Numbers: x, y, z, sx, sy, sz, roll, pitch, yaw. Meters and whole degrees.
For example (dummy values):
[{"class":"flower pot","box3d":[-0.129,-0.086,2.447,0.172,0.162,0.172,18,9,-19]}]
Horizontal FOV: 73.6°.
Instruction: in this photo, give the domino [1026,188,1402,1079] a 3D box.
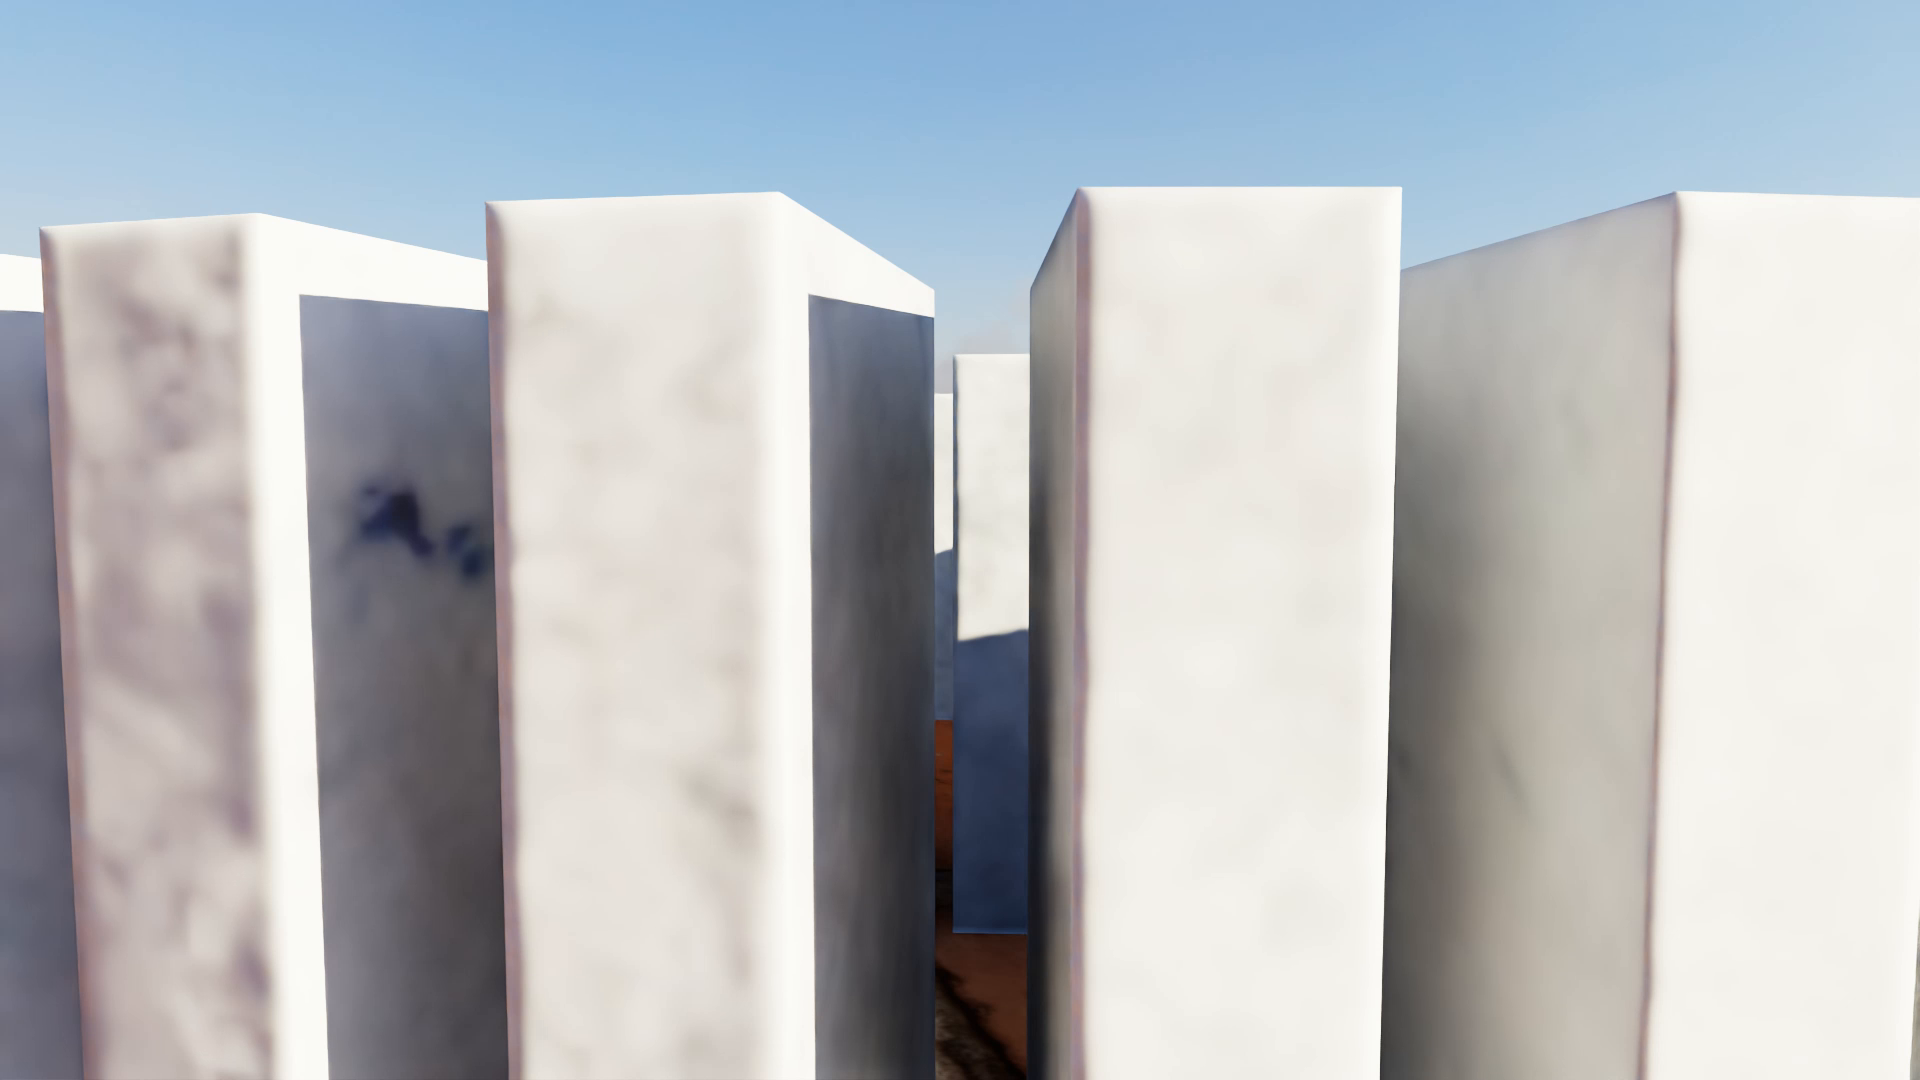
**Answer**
[{"class":"domino","box3d":[0.008,0.014,0.052,0.010,0.050,0.025,0,4,0]}]

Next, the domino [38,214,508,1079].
[{"class":"domino","box3d":[-0.024,0.013,0.057,0.010,0.050,0.025,1,4,17]}]

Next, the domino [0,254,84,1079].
[{"class":"domino","box3d":[-0.039,0.013,0.062,0.009,0.050,0.025,2,5,22]}]

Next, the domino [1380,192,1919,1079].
[{"class":"domino","box3d":[0.024,0.014,0.053,0.009,0.050,0.025,-1,4,-8]}]

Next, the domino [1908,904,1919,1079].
[{"class":"domino","box3d":[0.040,0.013,0.056,0.010,0.050,0.025,-1,4,-14]}]

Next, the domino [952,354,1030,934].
[{"class":"domino","box3d":[0.005,0.008,0.122,0.009,0.050,0.025,0,4,3]}]

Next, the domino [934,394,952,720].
[{"class":"domino","box3d":[0.000,0.002,0.201,0.025,0.050,0.009,0,4,0]}]

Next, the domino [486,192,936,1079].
[{"class":"domino","box3d":[-0.008,0.014,0.053,0.009,0.050,0.025,1,4,9]}]
